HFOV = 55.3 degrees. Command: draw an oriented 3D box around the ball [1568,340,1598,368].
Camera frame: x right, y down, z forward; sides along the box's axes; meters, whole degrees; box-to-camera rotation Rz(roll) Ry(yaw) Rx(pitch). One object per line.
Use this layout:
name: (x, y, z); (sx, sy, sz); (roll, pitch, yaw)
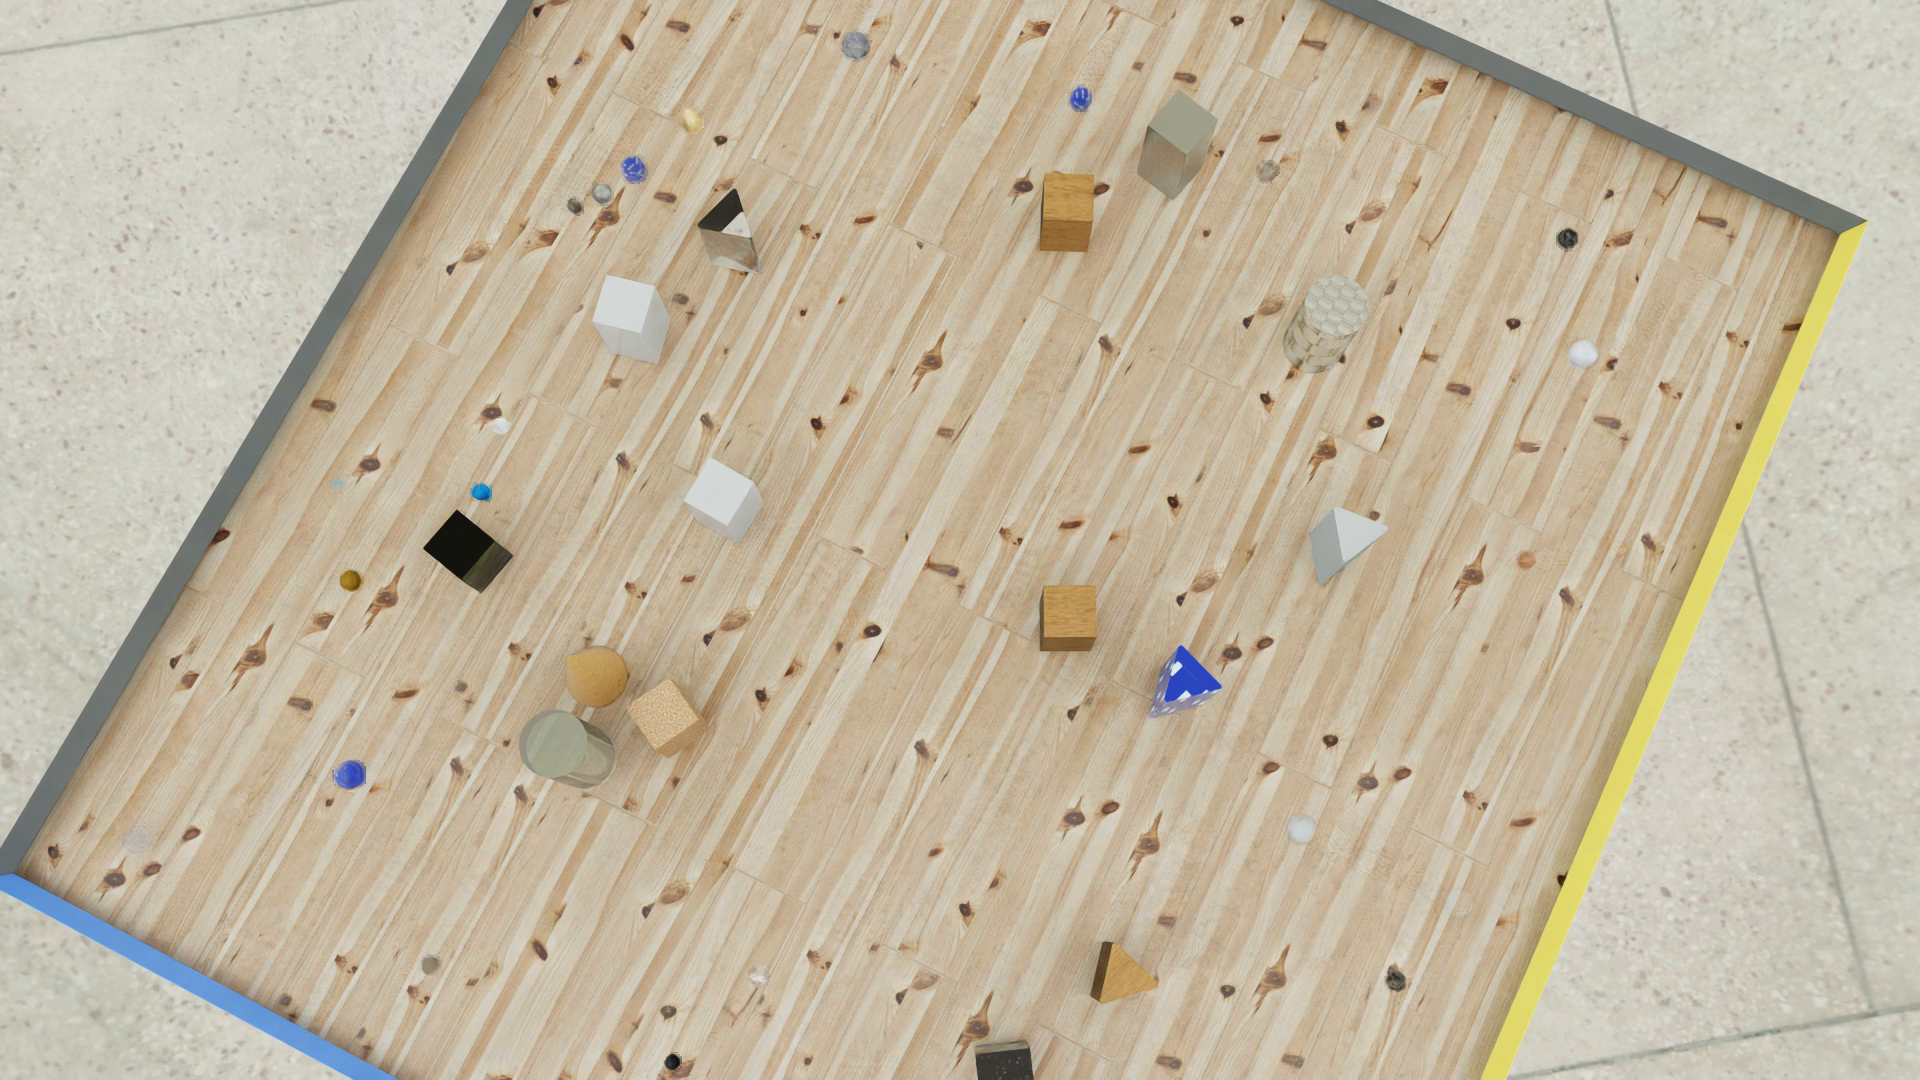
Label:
ball: (1.936, -0.579, 5.693); (0.086, 0.086, 0.086); (0, 78, 0)

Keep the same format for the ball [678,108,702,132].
ball: (-0.862, -1.343, 5.855); (0.077, 0.077, 0.077); (0, 78, 0)

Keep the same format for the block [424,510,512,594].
block: (-1.471, 0.037, 5.491); (0.151, 0.231, 0.151); (38, 81, 7)

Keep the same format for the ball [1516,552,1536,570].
ball: (1.722, 0.063, 5.576); (0.053, 0.053, 0.053); (0, 78, 0)

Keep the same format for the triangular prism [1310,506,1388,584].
triangular prism: (1.119, -0.004, 5.430); (0.163, 0.366, 0.141); (-37, 81, -7)

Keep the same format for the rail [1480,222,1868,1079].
rail: (1.837, 0.906, 5.366); (0.045, 0.122, 4.331); (26, 80, 5)

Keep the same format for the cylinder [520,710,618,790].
cylinder: (-1.119, 0.605, 5.261); (0.188, 0.451, 0.188); (0, 78, 0)

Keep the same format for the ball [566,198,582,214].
ball: (-1.222, -1.059, 5.810); (0.050, 0.050, 0.050); (0, 78, 0)

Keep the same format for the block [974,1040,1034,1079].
block: (0.124, 1.496, 5.131); (0.151, 0.345, 0.151); (-6, 78, -1)

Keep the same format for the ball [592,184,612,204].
ball: (-1.134, -1.098, 5.810); (0.065, 0.065, 0.065); (0, 78, 0)

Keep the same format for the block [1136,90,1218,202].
block: (0.670, -1.219, 5.684); (0.151, 0.361, 0.151); (39, 81, 7)

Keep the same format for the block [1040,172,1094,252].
block: (0.330, -1.015, 5.692); (0.151, 0.263, 0.151); (2, 78, 0)

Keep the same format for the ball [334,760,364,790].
ball: (-1.808, 0.696, 5.429); (0.086, 0.086, 0.086); (0, 78, 0)

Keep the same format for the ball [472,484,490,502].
ball: (-1.468, -0.146, 5.619); (0.054, 0.054, 0.054); (0, 78, 0)

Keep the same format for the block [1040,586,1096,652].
block: (0.317, 0.234, 5.421); (0.151, 0.288, 0.151); (0, 78, 0)

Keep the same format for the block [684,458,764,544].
block: (-0.706, -0.115, 5.500); (0.151, 0.274, 0.151); (29, 80, 6)

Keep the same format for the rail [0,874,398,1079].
rail: (-0.958, 1.883, 5.164); (4.154, 0.122, 0.045); (26, 80, 5)

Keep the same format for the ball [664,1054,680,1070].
ball: (-0.829, 1.505, 5.282); (0.046, 0.046, 0.046); (0, 78, 0)

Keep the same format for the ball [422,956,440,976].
ball: (-1.541, 1.239, 5.333); (0.053, 0.053, 0.053); (0, 78, 0)

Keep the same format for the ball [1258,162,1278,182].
ball: (0.978, -1.170, 5.827); (0.061, 0.061, 0.061); (0, 78, 0)

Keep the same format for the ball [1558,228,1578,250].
ball: (1.917, -0.950, 5.780); (0.064, 0.064, 0.064); (0, 78, 0)

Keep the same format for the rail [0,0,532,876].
rail: (-1.837, -0.893, 5.738); (0.045, 0.122, 4.331); (26, 80, 5)

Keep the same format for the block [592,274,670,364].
block: (-1.000, -0.671, 5.598); (0.151, 0.309, 0.151); (14, 79, 3)

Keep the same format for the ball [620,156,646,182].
ball: (-1.038, -1.179, 5.819); (0.080, 0.080, 0.080); (0, 78, 0)

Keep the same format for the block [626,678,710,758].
block: (-0.853, 0.524, 5.376); (0.151, 0.259, 0.151); (-35, 80, -7)

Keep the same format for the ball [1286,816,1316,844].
ball: (1.005, 0.855, 5.397); (0.083, 0.083, 0.083); (0, 78, 0)

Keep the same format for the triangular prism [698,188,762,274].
triangular prism: (-0.691, -0.958, 5.651); (0.163, 0.320, 0.141); (12, 79, 2)

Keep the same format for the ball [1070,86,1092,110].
ball: (0.388, -1.416, 5.871); (0.074, 0.074, 0.074); (0, 78, 0)

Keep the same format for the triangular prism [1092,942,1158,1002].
triangular prism: (0.441, 1.205, 5.177); (0.163, 0.373, 0.141); (-16, 79, -3)

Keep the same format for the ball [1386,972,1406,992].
ball: (1.268, 1.282, 5.322); (0.057, 0.057, 0.057); (0, 78, 0)

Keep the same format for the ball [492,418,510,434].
ball: (-1.419, -0.353, 5.663); (0.052, 0.052, 0.052); (0, 78, 0)

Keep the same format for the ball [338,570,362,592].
ball: (-1.850, 0.124, 5.558); (0.065, 0.065, 0.065); (0, 78, 0)

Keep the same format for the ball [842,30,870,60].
ball: (-0.336, -1.594, 5.901); (0.088, 0.088, 0.088); (0, 78, 0)

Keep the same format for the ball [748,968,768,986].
ball: (-0.586, 1.271, 5.326); (0.054, 0.054, 0.054); (0, 78, 0)

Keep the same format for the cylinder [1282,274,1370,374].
cylinder: (1.106, -0.650, 5.559); (0.188, 0.377, 0.188); (0, 78, 0)

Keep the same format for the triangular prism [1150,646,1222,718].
triangular prism: (0.633, 0.404, 5.317); (0.163, 0.423, 0.141); (-13, 79, -3)

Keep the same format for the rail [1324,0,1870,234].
rail: (0.958, -1.870, 5.940); (4.154, 0.122, 0.045); (26, 80, 5)

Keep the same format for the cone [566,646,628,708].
cone: (-1.097, 0.368, 5.318); (0.188, 0.435, 0.188); (0, 78, 0)
